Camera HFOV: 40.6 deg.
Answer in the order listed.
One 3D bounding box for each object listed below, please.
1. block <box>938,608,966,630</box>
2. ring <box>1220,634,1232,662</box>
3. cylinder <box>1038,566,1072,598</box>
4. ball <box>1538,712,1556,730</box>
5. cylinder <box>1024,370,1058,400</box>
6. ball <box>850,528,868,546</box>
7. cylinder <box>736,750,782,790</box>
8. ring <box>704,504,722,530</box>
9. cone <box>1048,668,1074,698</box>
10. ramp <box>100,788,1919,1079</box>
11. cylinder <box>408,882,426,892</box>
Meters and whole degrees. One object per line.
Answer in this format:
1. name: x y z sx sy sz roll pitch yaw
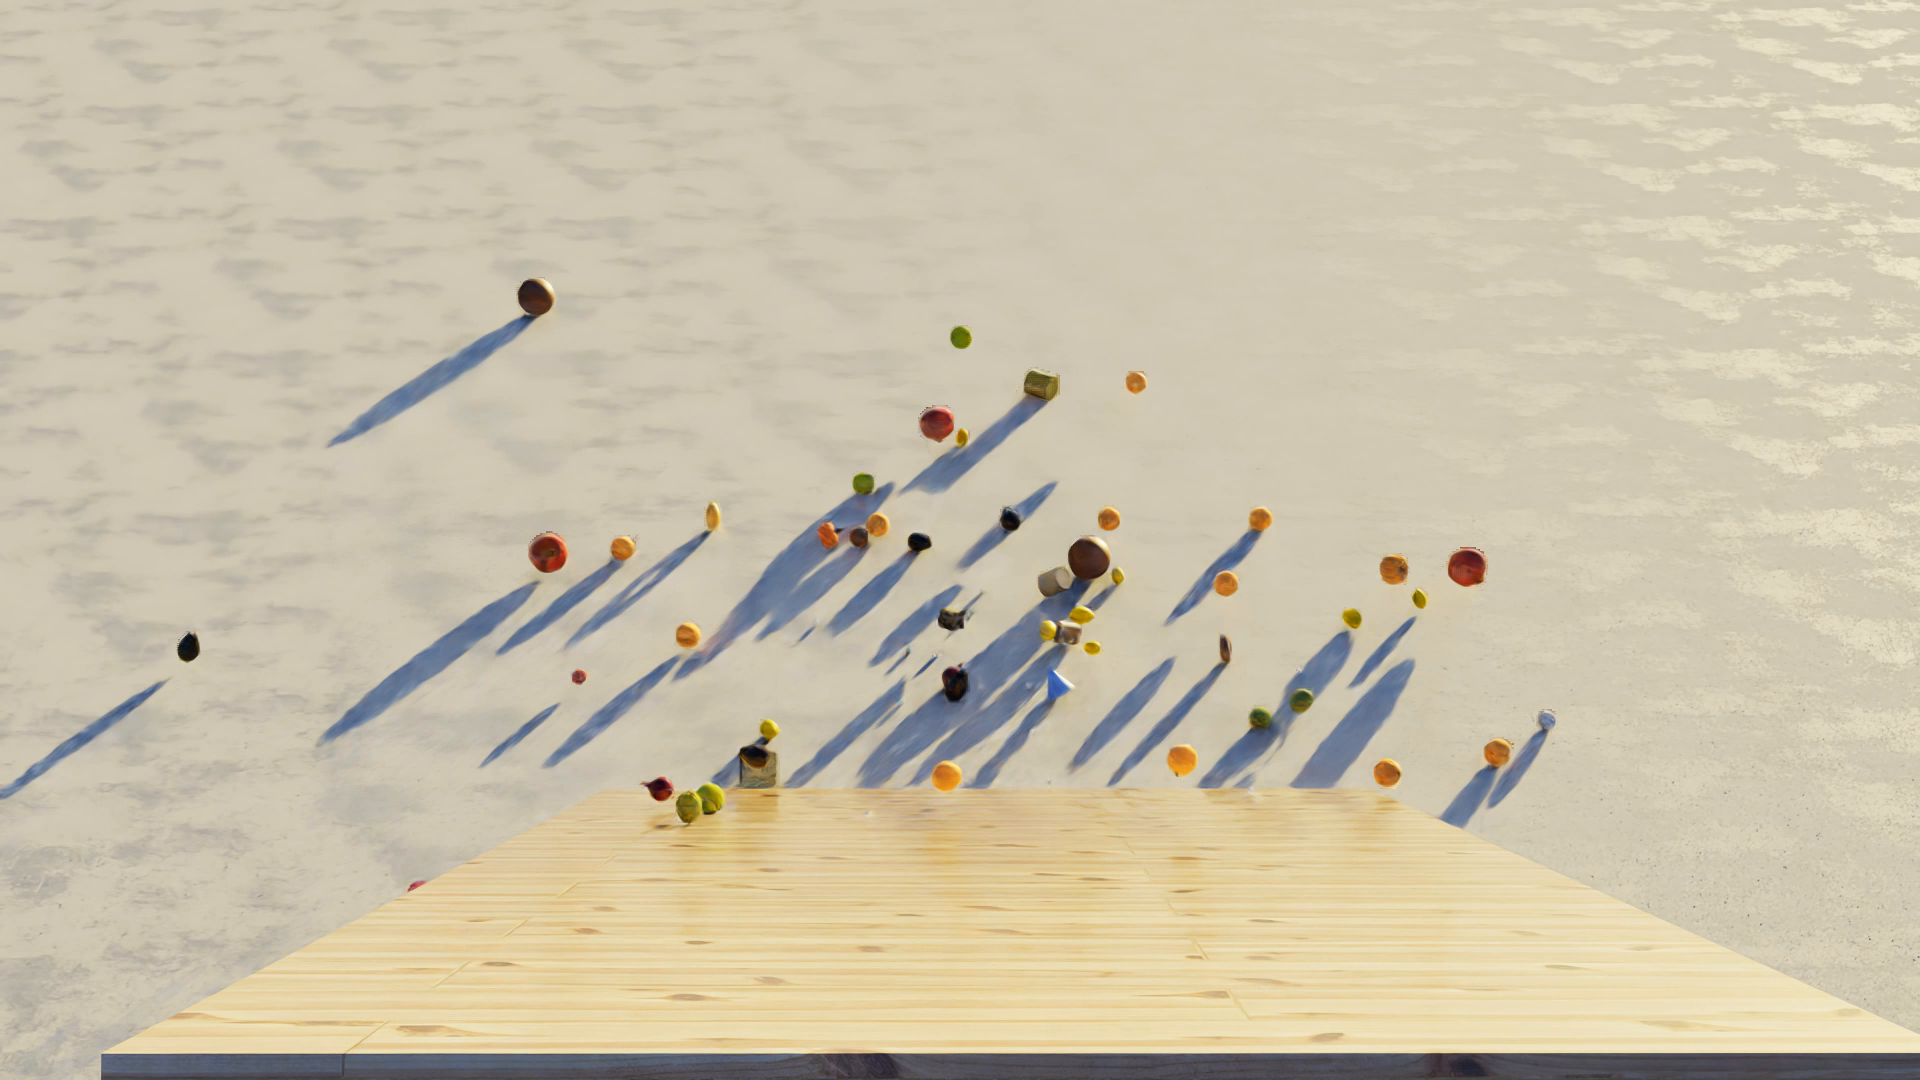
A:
1. block: -0.024 0.227 7.447 0.053 0.053 0.053 13 13 37
2. ring: 0.755 0.308 7.372 0.028 0.084 0.084 -8 32 14
3. cylinder: 0.277 0.123 7.624 0.072 0.072 0.072 -25 17 37
4. ball: 1.612 0.495 7.123 0.052 0.052 0.052 0 34 0
5. cylinder: 0.269 -0.514 8.590 0.085 0.085 0.085 19 38 27
6. ball: -0.306 -0.010 7.868 0.058 0.058 0.058 0 34 0
7. cylinder: -0.535 0.611 6.912 0.094 0.094 0.094 13 26 -28
8. ring: -0.755 -0.070 7.929 0.029 0.088 0.088 -25 39 -12
9. cone: 0.263 0.386 7.202 0.078 0.078 0.078 -24 15 7
10. ramp: 0.075 0.652 4.791 2.000 0.100 4.000 0 -1 0
11. cylinder: -1.347 0.899 6.471 0.068 0.068 0.068 1 34 2
